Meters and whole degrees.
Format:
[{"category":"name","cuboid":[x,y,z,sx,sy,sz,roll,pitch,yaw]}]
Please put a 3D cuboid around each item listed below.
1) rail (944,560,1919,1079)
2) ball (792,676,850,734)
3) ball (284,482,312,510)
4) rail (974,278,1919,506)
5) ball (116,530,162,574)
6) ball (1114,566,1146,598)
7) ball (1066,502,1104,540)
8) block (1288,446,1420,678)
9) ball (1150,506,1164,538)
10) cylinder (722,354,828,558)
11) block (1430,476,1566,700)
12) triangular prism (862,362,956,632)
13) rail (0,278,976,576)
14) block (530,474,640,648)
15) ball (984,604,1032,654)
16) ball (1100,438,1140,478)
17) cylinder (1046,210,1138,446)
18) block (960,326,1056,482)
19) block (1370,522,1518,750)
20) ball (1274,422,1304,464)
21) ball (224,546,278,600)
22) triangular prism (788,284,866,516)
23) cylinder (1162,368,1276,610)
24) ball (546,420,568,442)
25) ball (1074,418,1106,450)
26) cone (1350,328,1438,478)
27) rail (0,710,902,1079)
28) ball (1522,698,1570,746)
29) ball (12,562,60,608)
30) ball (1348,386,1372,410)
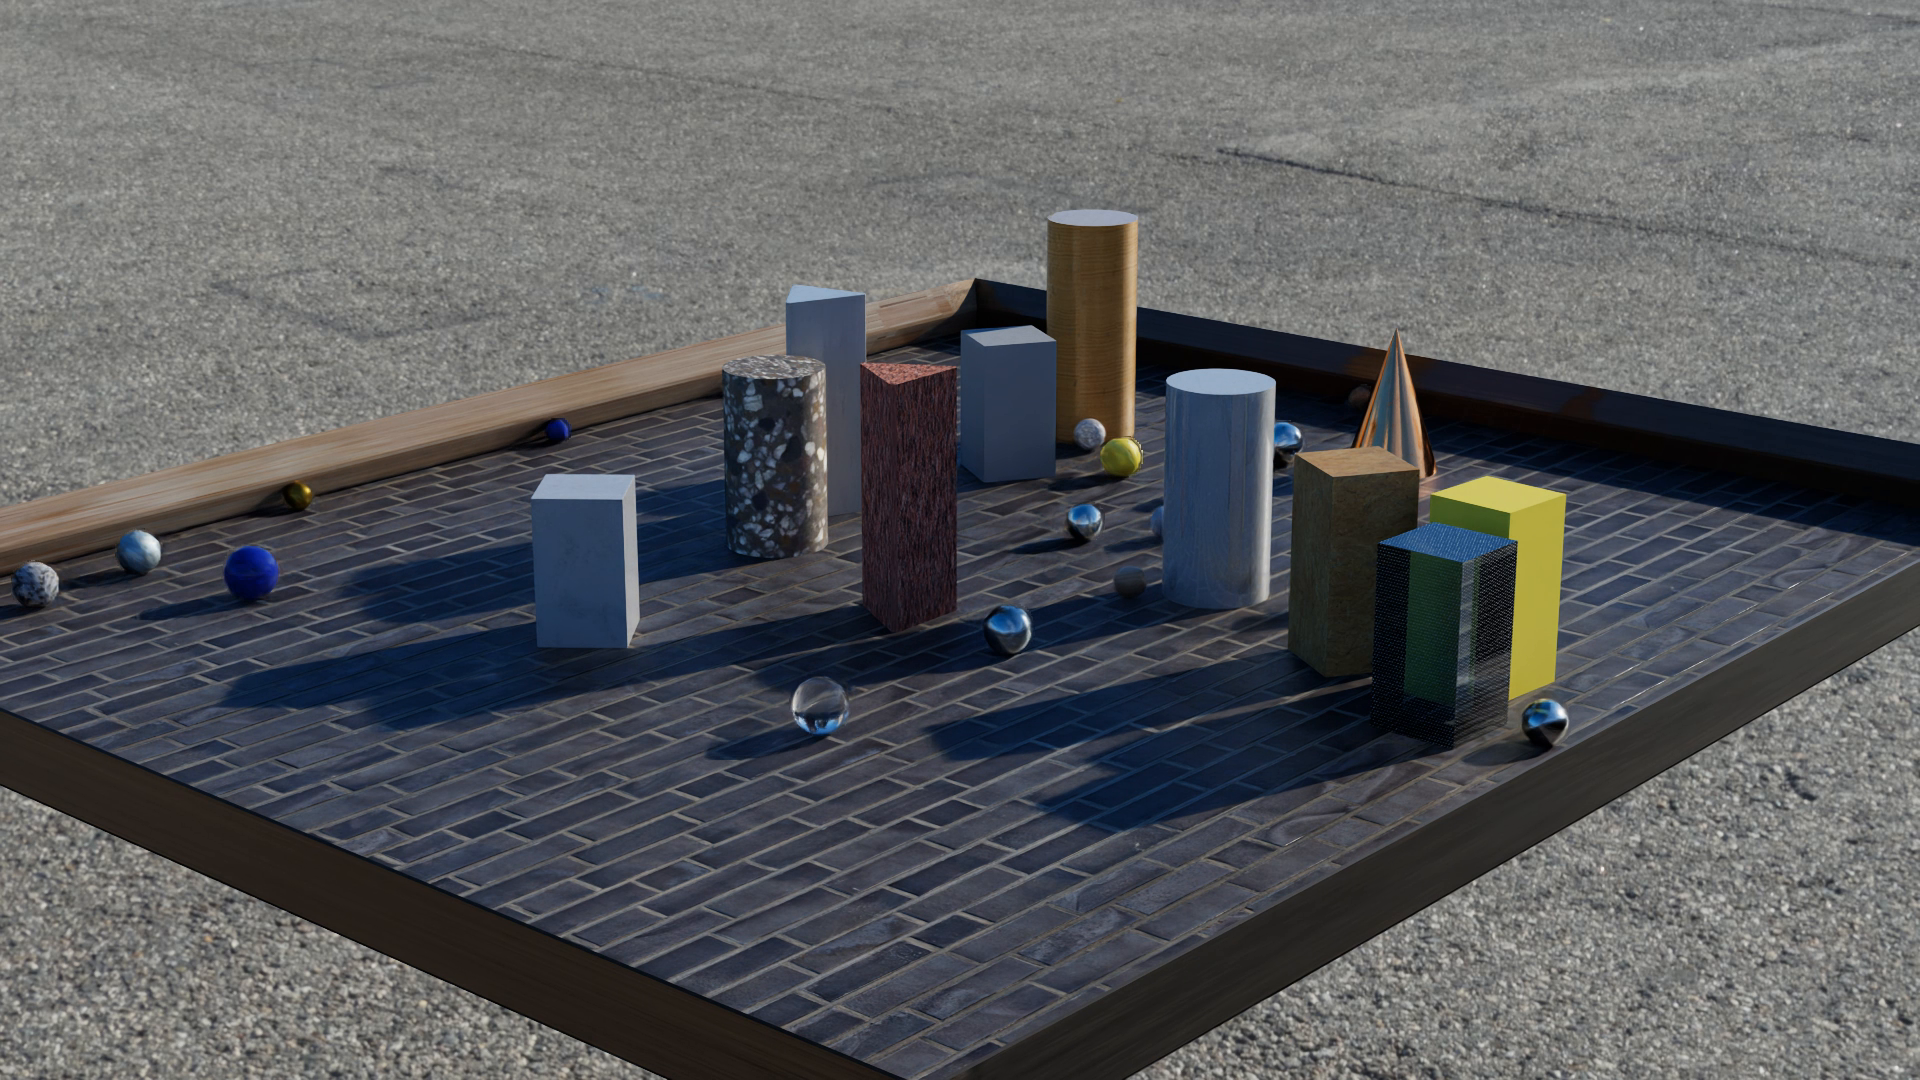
[{"category":"rail","cuboid":[1.001,0.282,4.289,0.045,0.122,3.219,14,22,39]},{"category":"ball","cuboid":[-0.212,0.251,4.452,0.089,0.089,0.089,0,17,0]},{"category":"ball","cuboid":[-1.269,-0.084,5.623,0.052,0.052,0.052,0,17,0]},{"category":"rail","cuboid":[1.040,-0.316,6.267,2.700,0.122,0.045,14,22,39]},{"category":"ball","cuboid":[-1.465,0.022,5.230,0.077,0.077,0.077,0,17,0]},{"category":"ball","cuboid":[0.297,0.073,5.097,0.057,0.057,0.057,0,17,0]},{"category":"ball","cuboid":[0.230,-0.034,5.426,0.070,0.070,0.070,0,17,0]},{"category":"block","cuboid":[0.635,0.034,4.748,0.150,0.334,0.150,-5,18,-17]},{"category":"ball","cuboid":[0.385,-0.033,5.436,0.064,0.064,0.064,0,17,0]},{"category":"cylinder","cuboid":[-0.338,-0.155,5.370,0.188,0.334,0.188,0,17,0]},{"category":"block","cuboid":[0.844,0.077,4.643,0.150,0.311,0.150,-16,23,-42]},{"category":"triangular prism","cuboid":[-0.112,-0.081,4.964,0.141,0.428,0.163,14,21,38]},{"category":"rail","cuboid":[-1.001,-0.221,5.953,0.045,0.122,3.219,14,22,39]},{"category":"block","cuboid":[-0.622,0.034,4.881,0.150,0.256,0.150,0,17,2]},{"category":"ball","cuboid":[0.079,0.147,4.810,0.082,0.082,0.082,0,17,0]},{"category":"ball","cuboid":[0.320,-0.165,5.844,0.079,0.079,0.079,0,17,0]},{"category":"cylinder","cuboid":[0.274,-0.443,6.106,0.188,0.461,0.188,0,17,0]},{"category":"block","cuboid":[0.096,-0.273,5.862,0.150,0.277,0.150,-5,18,-17]},{"category":"block","cuboid":[0.734,0.143,4.454,0.150,0.294,0.150,15,22,40]},{"category":"ball","cuboid":[0.654,-0.195,5.936,0.085,0.085,0.085,0,17,0]},{"category":"ball","cuboid":[-1.230,0.056,5.088,0.094,0.094,0.094,0,17,0]},{"category":"triangular prism","cuboid":[-0.282,-0.267,5.589,0.163,0.422,0.141,-9,19,-27]},{"category":"cylinder","cuboid":[0.447,-0.090,5.077,0.188,0.380,0.188,0,17,0]},{"category":"ball","cuboid":[-0.839,-0.227,6.102,0.048,0.048,0.048,0,17,0]},{"category":"ball","cuboid":[0.266,-0.218,6.041,0.067,0.067,0.067,0,17,0]},{"category":"cone","cuboid":[0.869,-0.285,5.875,0.188,0.291,0.188,0,17,0]},{"category":"rail","cuboid":[-1.040,0.377,3.975,2.700,0.122,0.045,14,22,39]},{"category":"ball","cuboid":[0.881,0.274,4.409,0.071,0.071,0.071,0,17,0]},{"category":"ball","cuboid":[-1.591,0.078,5.044,0.078,0.078,0.078,0,17,0]},{"category":"ball","cuboid":[0.869,-0.306,6.358,0.052,0.052,0.052,0,17,0]}]
